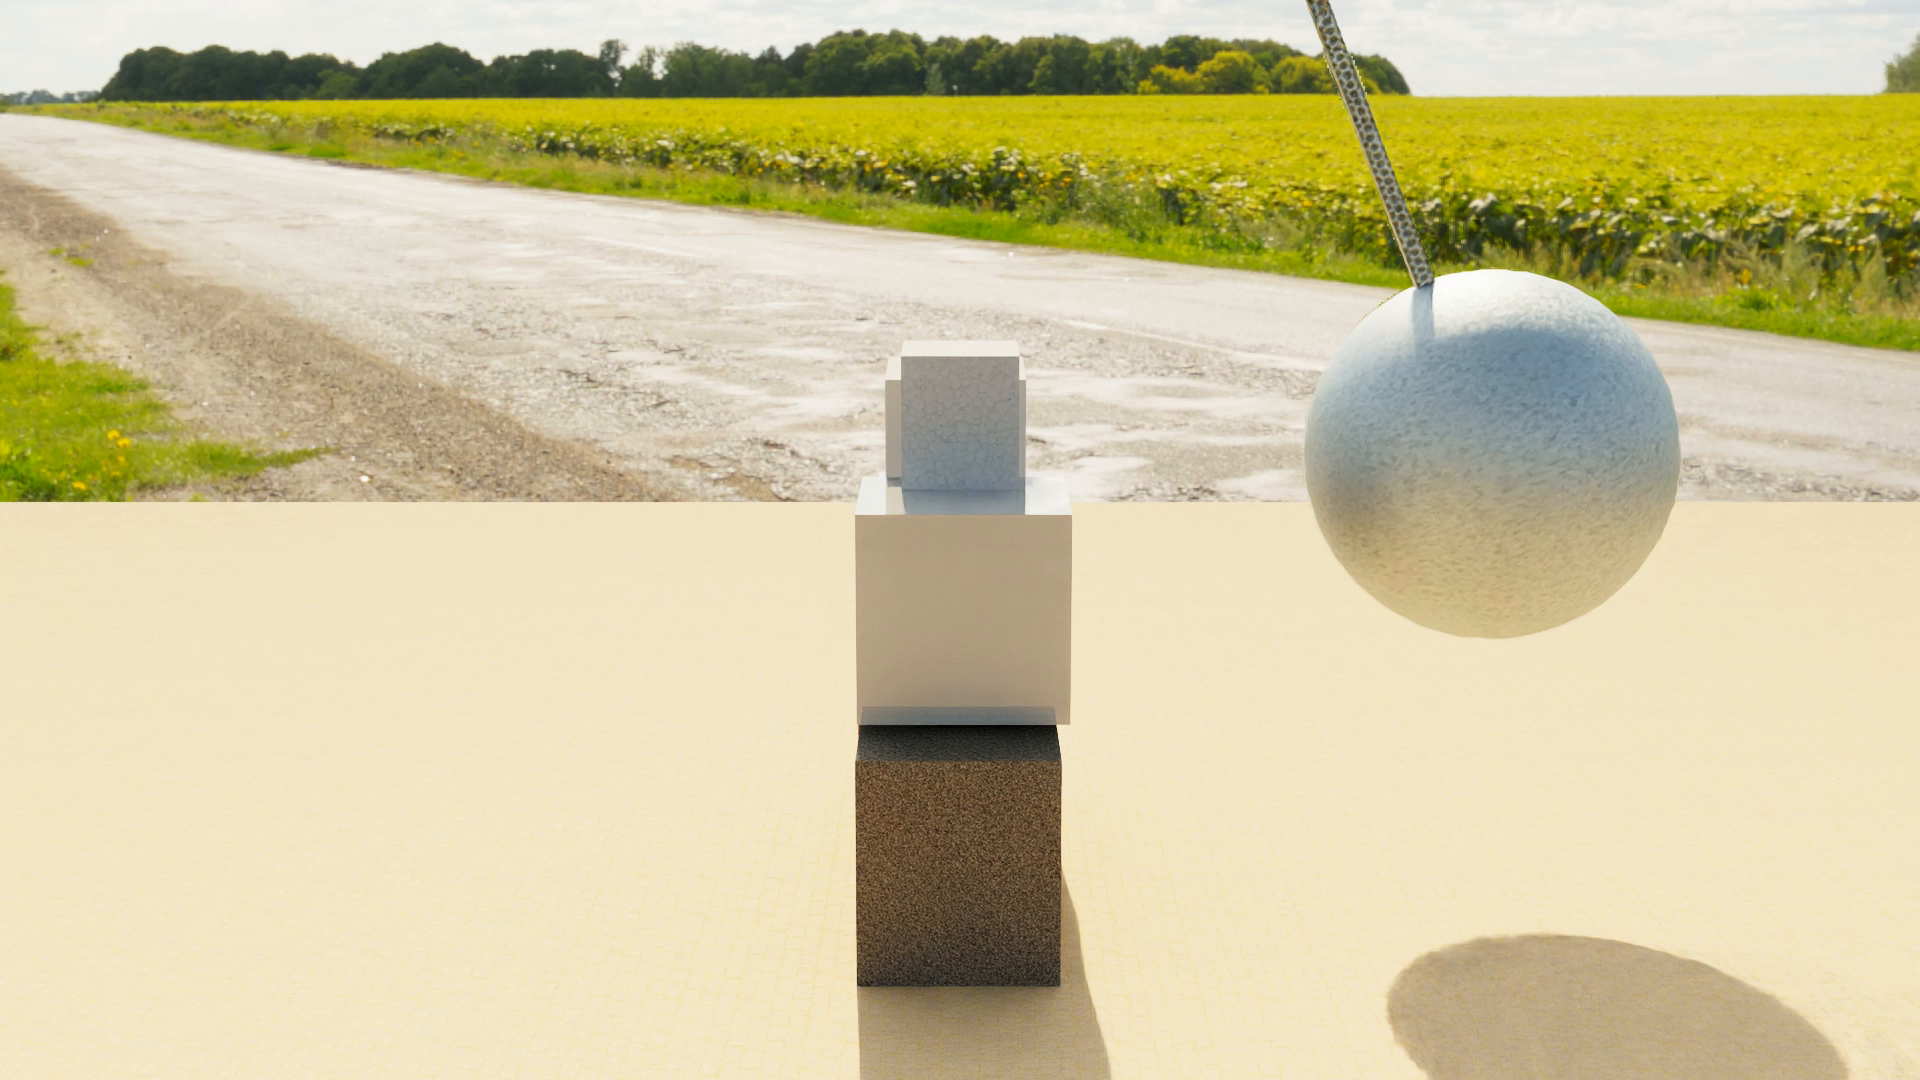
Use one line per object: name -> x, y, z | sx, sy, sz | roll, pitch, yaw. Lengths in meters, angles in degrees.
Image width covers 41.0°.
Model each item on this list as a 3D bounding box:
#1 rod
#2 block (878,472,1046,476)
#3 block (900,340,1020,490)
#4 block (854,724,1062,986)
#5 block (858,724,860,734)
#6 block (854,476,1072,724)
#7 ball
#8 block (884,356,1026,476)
rod -> 0.994, -3.460, 10.551 | 0.080, 5.200, 0.080 | -22, 10, 4
block -> 0.010, 0.146, 11.924 | 0.790, 0.812, 0.748 | 0, 11, 0
block -> 0.001, -0.528, 10.735 | 0.483, 0.552, 0.489 | 0, 12, 0
block -> -0.006, 1.224, 10.302 | 0.794, 0.906, 0.785 | 0, 10, 0
block -> -0.012, 1.053, 11.092 | 0.822, 0.960, 0.810 | 0, 10, 0
block -> 0.014, 0.234, 10.523 | 0.851, 0.854, 0.817 | 0, 12, 0
ball -> 2.295, -0.370, 11.113 | 1.600, 1.600, 1.600 | 0, 10, 0
block -> -0.019, -0.457, 11.321 | 0.603, 0.612, 0.612 | 0, 13, 0
